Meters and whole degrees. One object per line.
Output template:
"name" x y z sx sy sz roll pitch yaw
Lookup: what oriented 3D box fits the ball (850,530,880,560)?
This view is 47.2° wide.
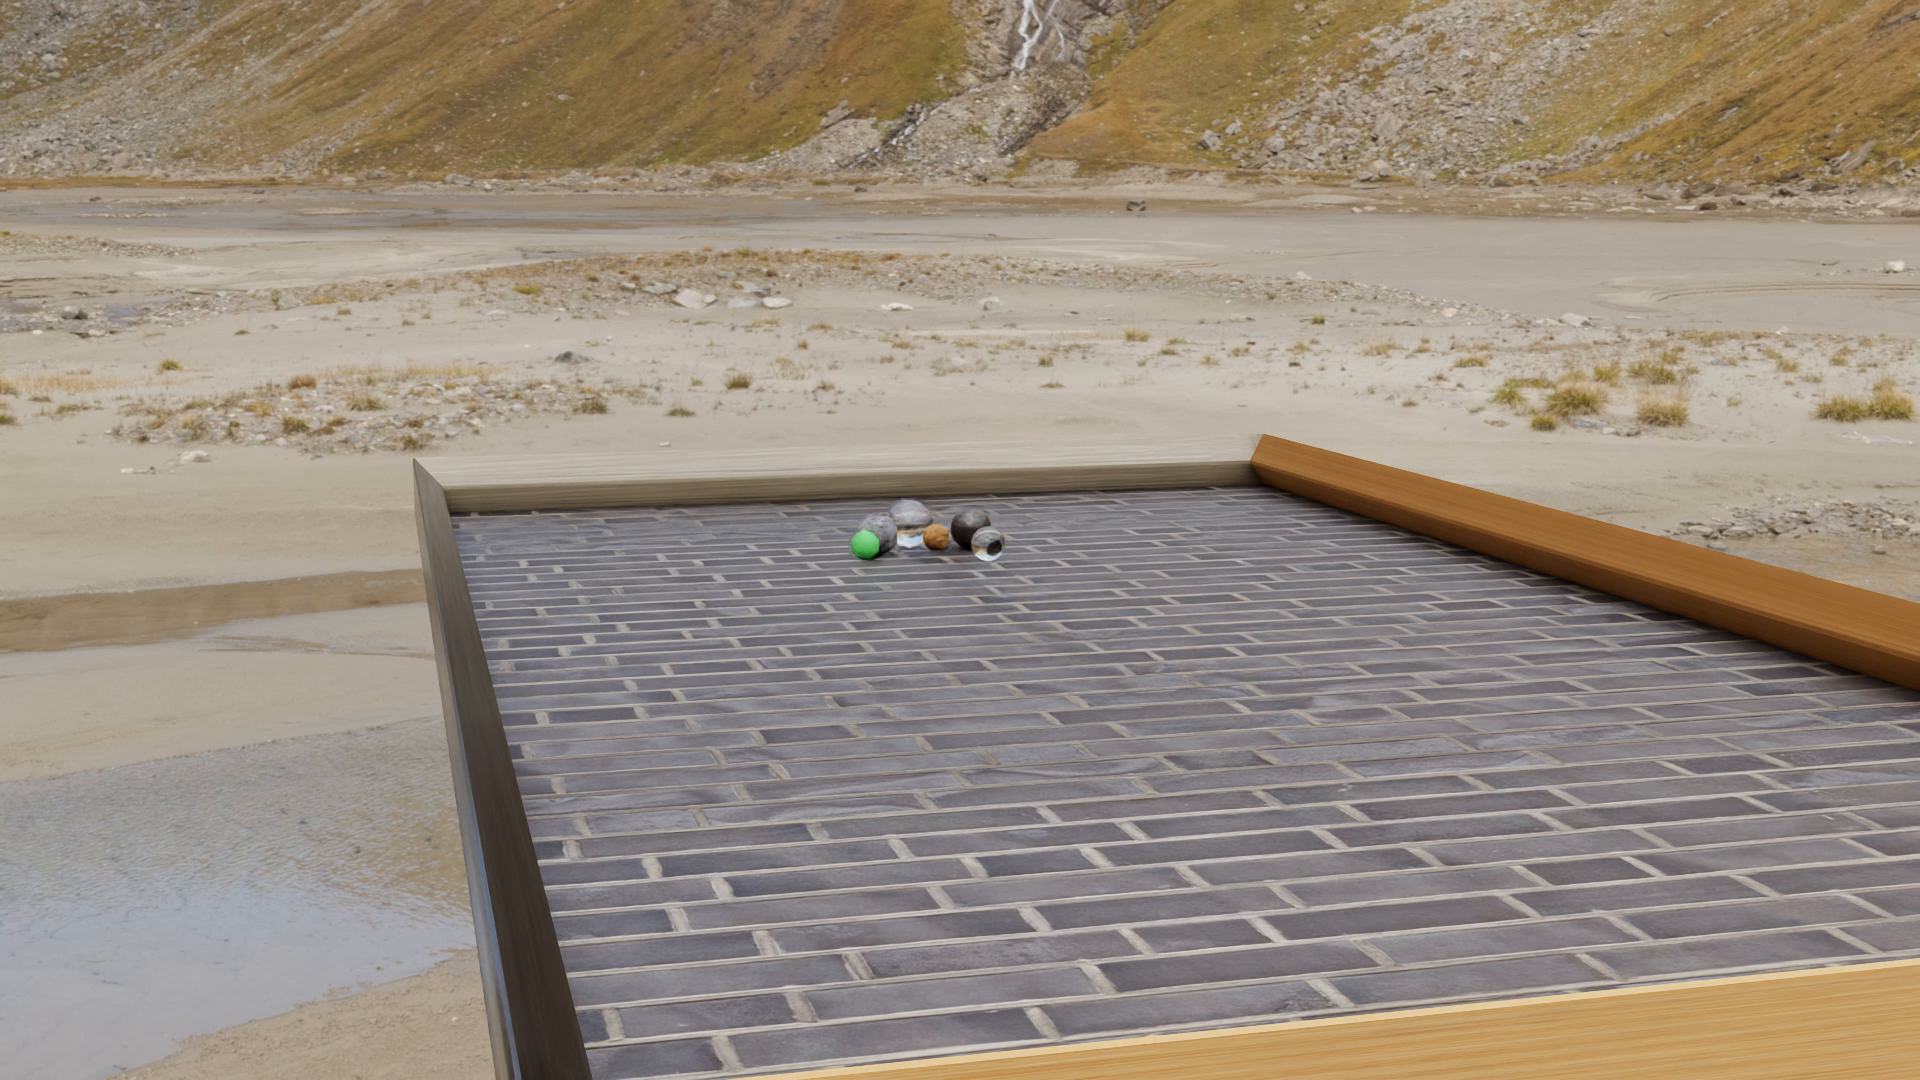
"ball" -0.140 0.007 3.252 0.043 0.043 0.043 0 9 0

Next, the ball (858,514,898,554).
"ball" -0.123 -0.008 3.303 0.059 0.059 0.059 0 9 0

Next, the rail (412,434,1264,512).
"rail" -0.173 -0.119 3.906 1.549 0.093 0.045 -2 9 -15

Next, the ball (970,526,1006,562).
"ball" 0.042 0.005 3.239 0.052 0.052 0.052 0 9 0

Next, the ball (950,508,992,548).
"ball" 0.017 -0.018 3.353 0.063 0.063 0.063 0 9 0

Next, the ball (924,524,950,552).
"ball" -0.035 -0.004 3.333 0.041 0.041 0.041 0 9 0

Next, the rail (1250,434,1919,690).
"rail" 0.905 0.053 2.785 0.045 0.093 2.792 -2 9 -15

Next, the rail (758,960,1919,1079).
"rail" 0.531 0.284 1.284 1.549 0.093 0.045 -2 9 -15

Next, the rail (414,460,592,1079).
"rail" -0.547 0.112 2.405 0.045 0.093 2.792 -2 9 -15

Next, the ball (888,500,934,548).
"ball" -0.077 -0.025 3.367 0.072 0.072 0.072 0 9 0
